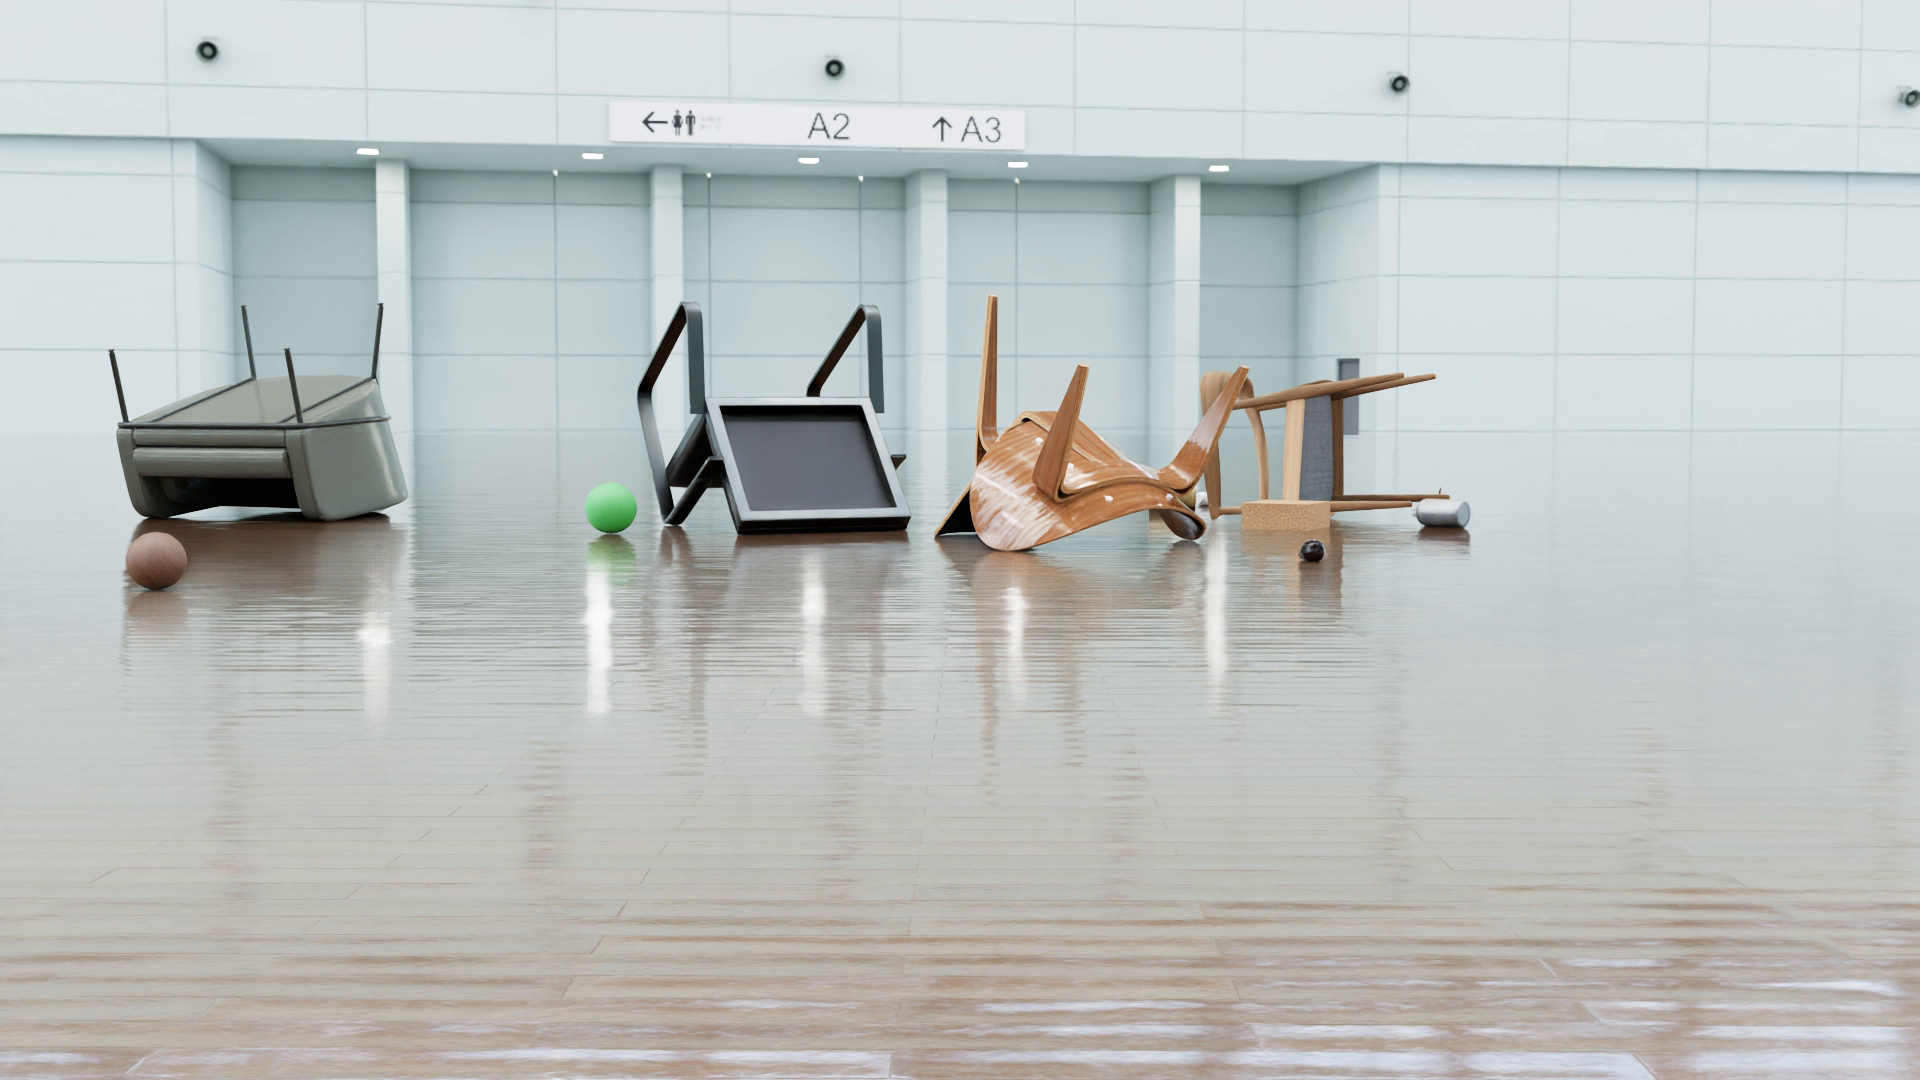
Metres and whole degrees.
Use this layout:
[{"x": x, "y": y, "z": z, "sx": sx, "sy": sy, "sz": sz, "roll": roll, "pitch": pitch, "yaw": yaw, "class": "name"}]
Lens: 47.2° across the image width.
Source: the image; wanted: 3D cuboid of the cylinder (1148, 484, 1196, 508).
[{"x": 0.794, "y": -0.164, "z": 8.245, "sx": 0.175, "sy": 0.093, "sz": 0.104, "roll": 0, "pitch": -12, "yaw": 3, "class": "cylinder"}]

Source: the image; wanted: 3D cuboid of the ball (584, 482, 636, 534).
[{"x": -1.084, "y": -0.099, "z": 6.829, "sx": 0.160, "sy": 0.160, "sz": 0.160, "roll": 0, "pitch": 4, "yaw": 0, "class": "ball"}]

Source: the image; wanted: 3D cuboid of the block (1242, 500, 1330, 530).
[{"x": 1.055, "y": -0.081, "z": 7.112, "sx": 0.220, "sy": 0.084, "sz": 0.229, "roll": 2, "pitch": 4, "yaw": 27, "class": "block"}]
